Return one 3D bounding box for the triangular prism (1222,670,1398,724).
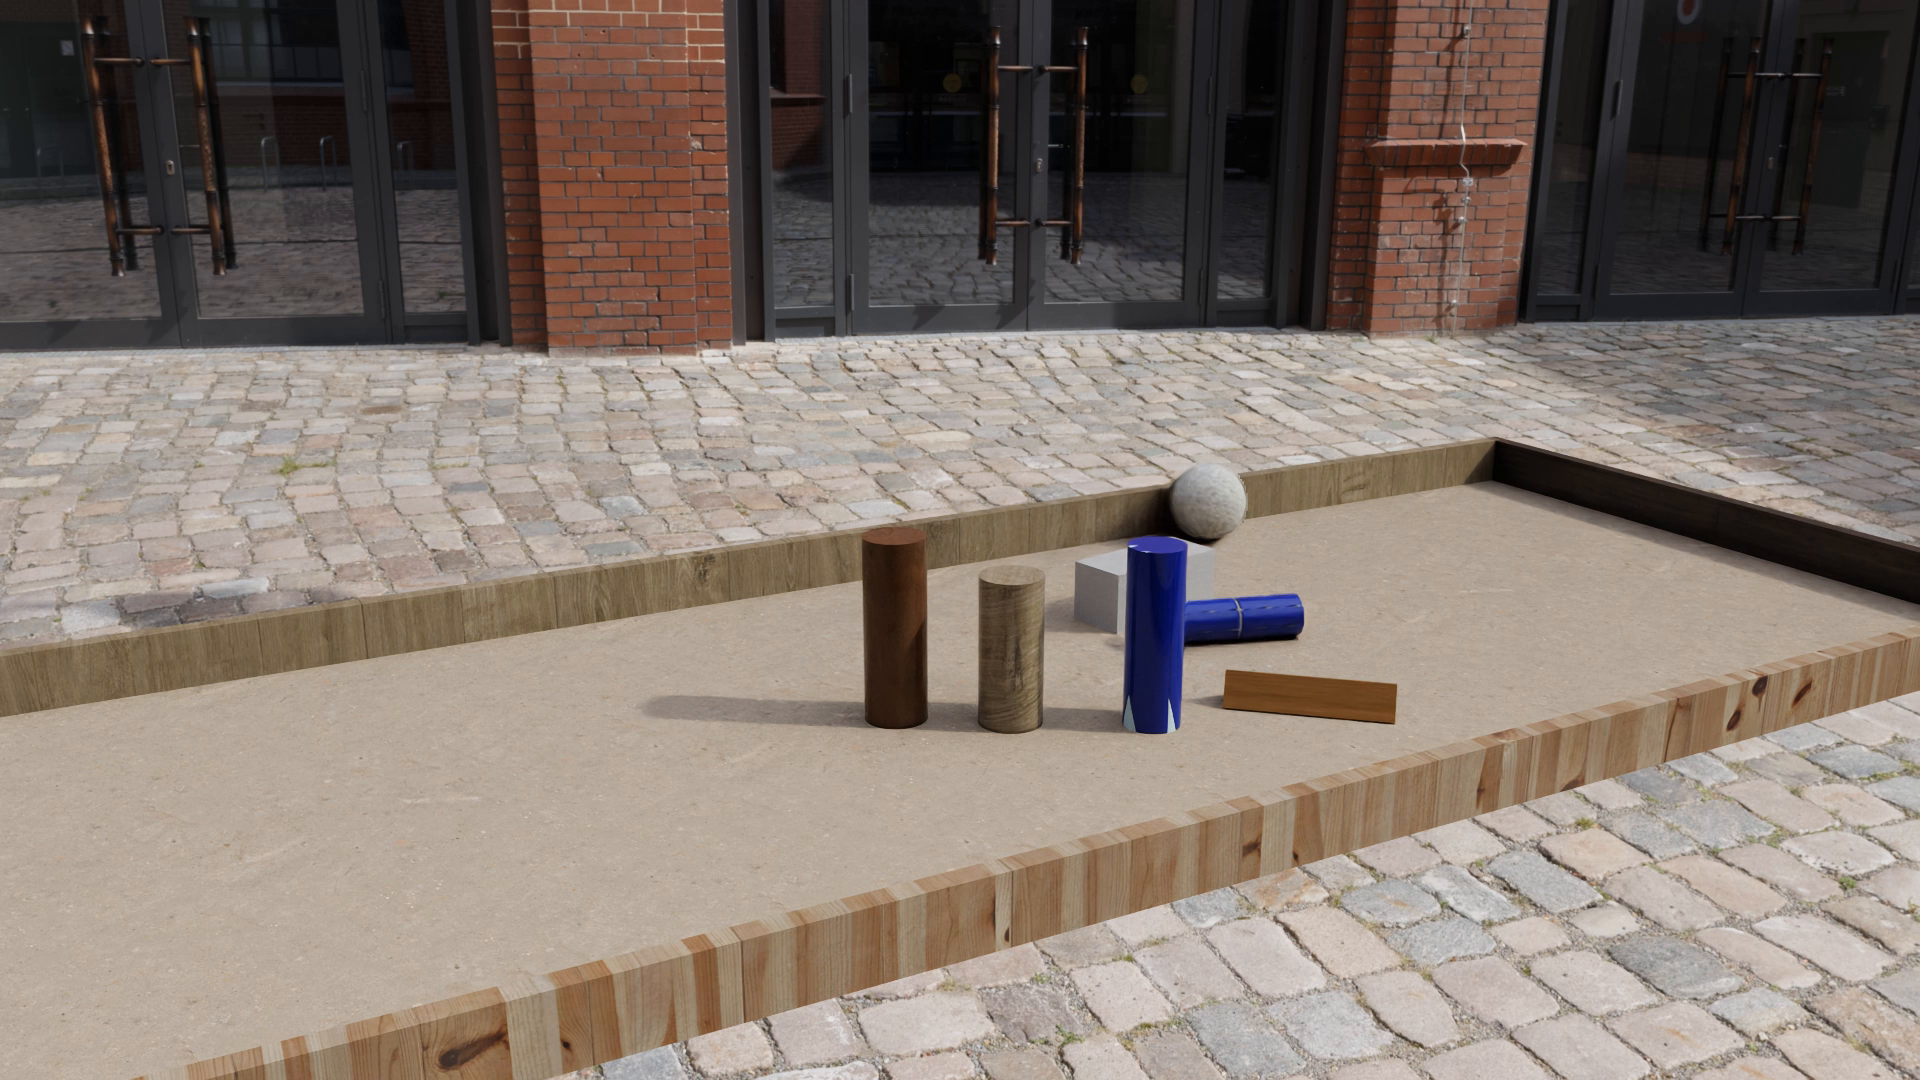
[{"bbox_3d":[0.838,0.366,3.955,0.402,0.083,0.095,4,17,13],"label":"triangular prism"}]

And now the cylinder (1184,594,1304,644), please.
[{"bbox_3d":[0.712,0.214,4.427,0.403,0.112,0.112,-3,17,-11],"label":"cylinder"}]

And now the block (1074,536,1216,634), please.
[{"bbox_3d":[0.520,0.123,4.637,0.386,0.168,0.168,-13,21,-38],"label":"block"}]

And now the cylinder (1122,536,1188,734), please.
[{"bbox_3d":[0.451,0.221,3.826,0.137,0.438,0.137,0,16,0],"label":"cylinder"}]

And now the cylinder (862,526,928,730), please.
[{"bbox_3d":[-0.151,0.206,3.859,0.151,0.449,0.151,0,16,0],"label":"cylinder"}]

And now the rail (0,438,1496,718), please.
[{"bbox_3d":[-3.305,0.497,3.399,12.000,0.150,0.050,-9,18,-27],"label":"rail"}]

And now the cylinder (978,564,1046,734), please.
[{"bbox_3d":[0.119,0.254,3.846,0.154,0.363,0.154,0,16,0],"label":"cylinder"}]

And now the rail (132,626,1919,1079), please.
[{"bbox_3d":[-2.336,1.006,1.665,12.000,0.150,0.050,-9,18,-27],"label":"rail"}]

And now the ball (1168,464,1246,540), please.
[{"bbox_3d":[0.800,-0.123,5.336,0.247,0.247,0.247,0,16,0],"label":"ball"}]

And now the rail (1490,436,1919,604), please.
[{"bbox_3d":[2.466,-0.048,5.253,0.050,0.150,2.100,-9,18,-27],"label":"rail"}]
